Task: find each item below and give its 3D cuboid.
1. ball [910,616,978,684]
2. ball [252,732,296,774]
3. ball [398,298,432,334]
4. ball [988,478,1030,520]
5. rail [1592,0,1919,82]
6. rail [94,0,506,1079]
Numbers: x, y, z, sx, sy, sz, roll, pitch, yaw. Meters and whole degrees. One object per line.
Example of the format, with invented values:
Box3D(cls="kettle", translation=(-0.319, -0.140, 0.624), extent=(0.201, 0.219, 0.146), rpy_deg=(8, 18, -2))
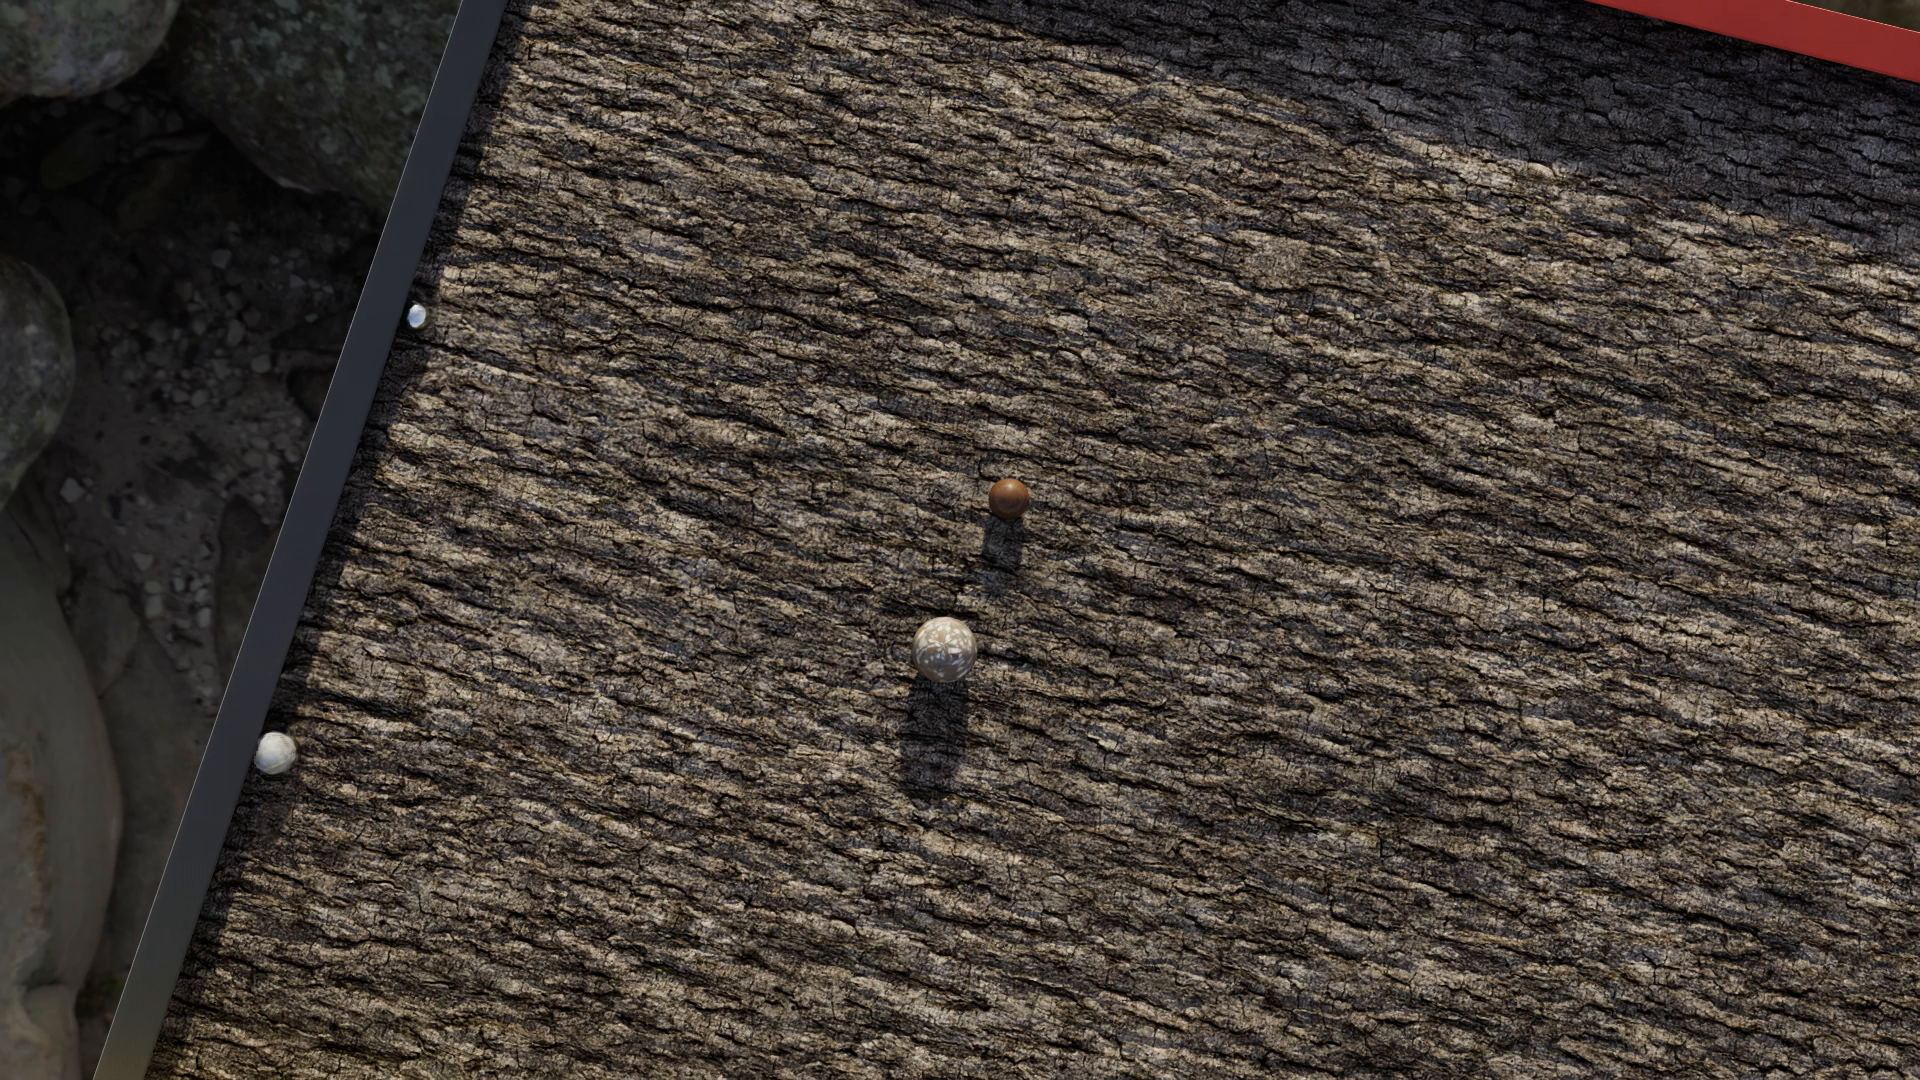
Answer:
Box3D(cls="ball", translation=(-0.023, 0.163, 3.257), extent=(0.099, 0.099, 0.099), rpy_deg=(0, 78, 0))
Box3D(cls="ball", translation=(-1.013, 0.314, 3.243), extent=(0.063, 0.063, 0.063), rpy_deg=(0, 78, 0))
Box3D(cls="ball", translation=(-0.840, -0.346, 3.389), extent=(0.053, 0.053, 0.053), rpy_deg=(0, 78, 0))
Box3D(cls="ball", translation=(0.074, -0.062, 3.324), extent=(0.063, 0.063, 0.063), rpy_deg=(0, 78, 0))
Box3D(cls="rail", translation=(1.214, -0.812, 3.449), extent=(3.832, 0.128, 0.045), rpy_deg=(15, 78, 3))
Box3D(cls="rail", translation=(-0.902, -0.244, 3.328), extent=(0.045, 0.128, 2.270), rpy_deg=(15, 78, 3))
